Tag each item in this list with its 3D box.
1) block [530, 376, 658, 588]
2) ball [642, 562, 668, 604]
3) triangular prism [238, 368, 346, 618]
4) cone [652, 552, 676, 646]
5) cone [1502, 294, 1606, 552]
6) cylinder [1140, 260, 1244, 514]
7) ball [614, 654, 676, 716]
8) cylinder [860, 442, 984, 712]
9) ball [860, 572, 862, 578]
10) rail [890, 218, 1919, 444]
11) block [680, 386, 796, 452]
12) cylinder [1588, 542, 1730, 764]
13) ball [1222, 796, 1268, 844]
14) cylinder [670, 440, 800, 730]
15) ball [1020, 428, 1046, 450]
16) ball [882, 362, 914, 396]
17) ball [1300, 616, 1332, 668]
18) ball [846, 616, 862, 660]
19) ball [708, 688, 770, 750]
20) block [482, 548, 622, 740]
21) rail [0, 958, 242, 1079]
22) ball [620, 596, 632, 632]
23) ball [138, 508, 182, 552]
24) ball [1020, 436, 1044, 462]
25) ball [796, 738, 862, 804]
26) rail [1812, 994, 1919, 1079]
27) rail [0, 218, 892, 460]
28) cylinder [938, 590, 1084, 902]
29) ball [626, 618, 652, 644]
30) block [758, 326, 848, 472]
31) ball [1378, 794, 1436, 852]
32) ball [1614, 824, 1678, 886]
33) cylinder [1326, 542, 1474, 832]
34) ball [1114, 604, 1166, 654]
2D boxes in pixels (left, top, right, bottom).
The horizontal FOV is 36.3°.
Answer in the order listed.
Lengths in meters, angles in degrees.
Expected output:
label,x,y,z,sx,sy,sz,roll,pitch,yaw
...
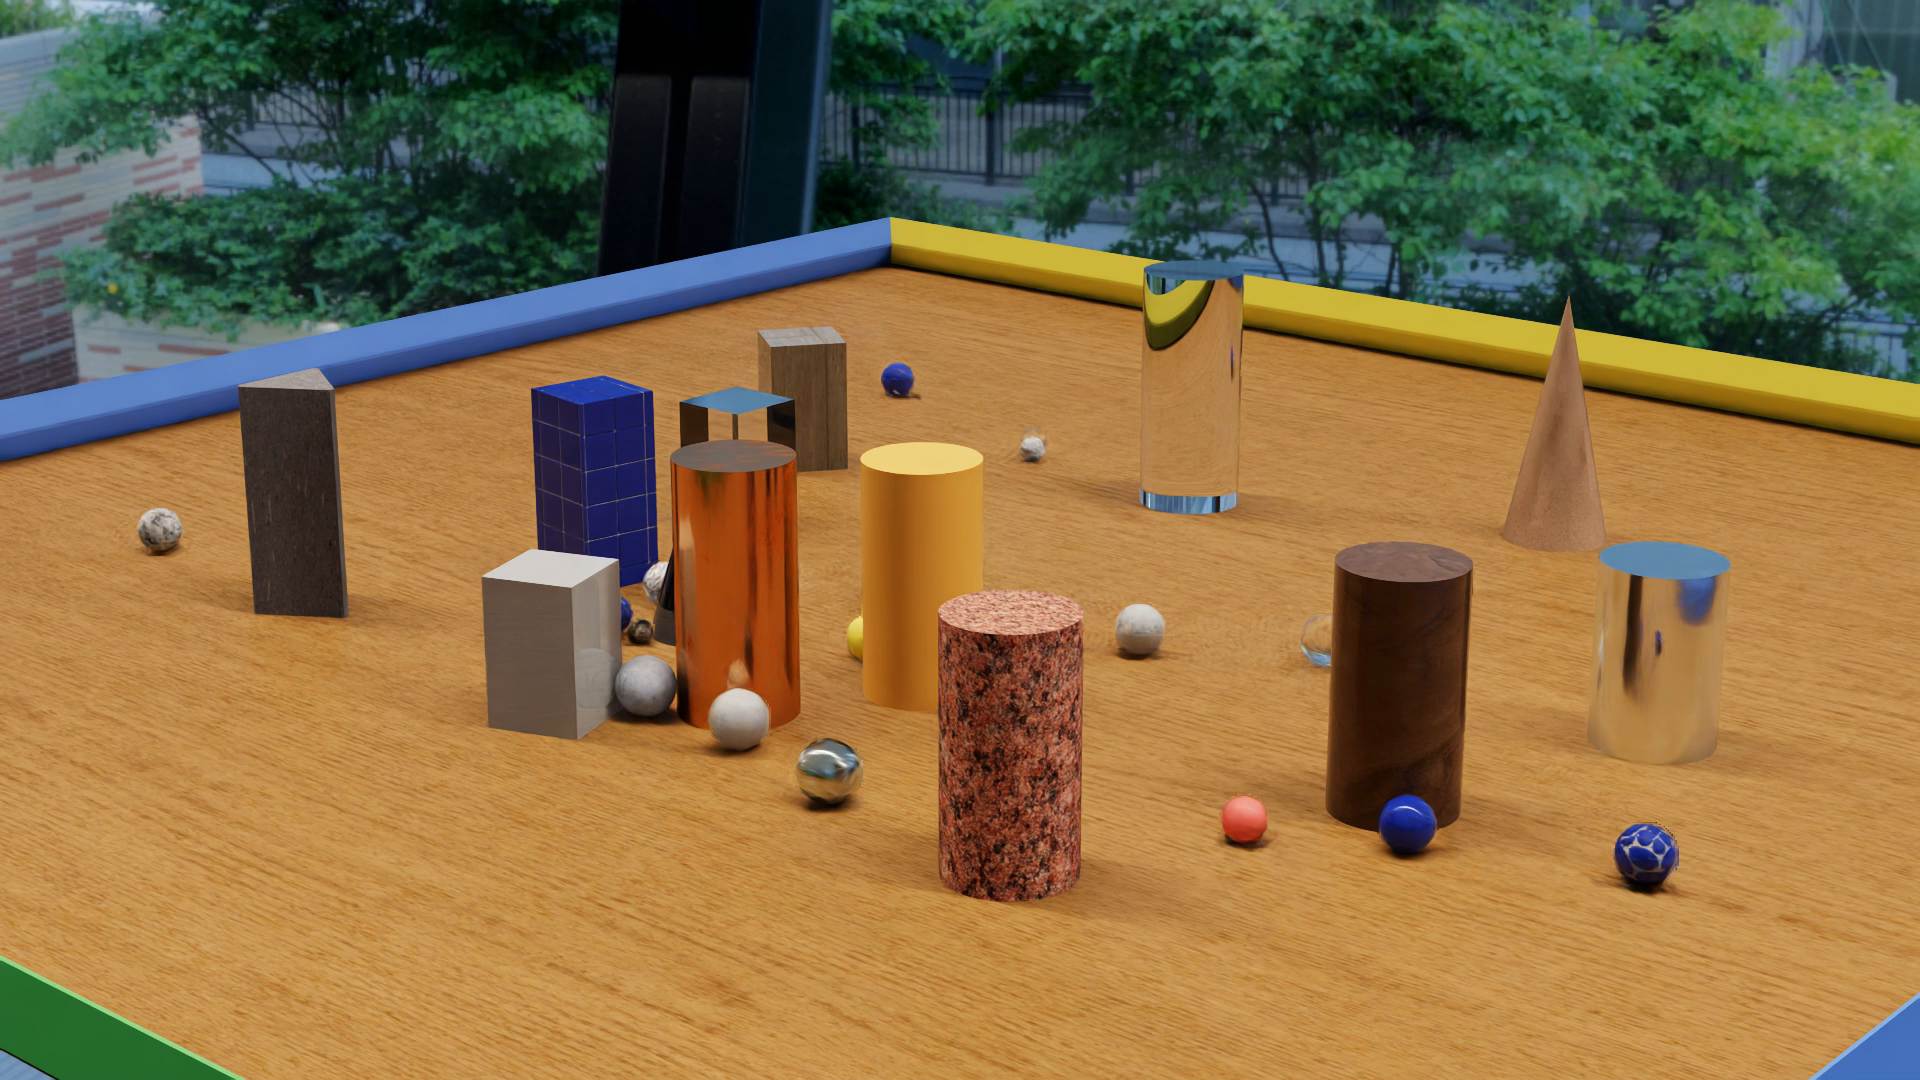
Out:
label,x,y,z,sx,sy,sz,roll,pitch,yaw
block,-0.643,-0.098,5.174,0.153,0.343,0.153,-14,22,-38
ball,-0.506,0.076,5.040,0.078,0.078,0.078,0,17,0
triangular prism,-1.117,-0.083,5.025,0.166,0.400,0.143,3,17,8
cone,-0.428,-0.001,4.892,0.191,0.320,0.191,0,17,0
cone,1.106,-0.226,5.391,0.191,0.461,0.191,0,17,0
cylinder,0.444,-0.294,5.630,0.191,0.455,0.191,0,17,0
ball,-0.485,0.225,4.530,0.096,0.096,0.096,0,17,0
cylinder,-0.059,0.056,4.596,0.191,0.382,0.191,0,17,0
ball,-0.126,0.061,5.080,0.092,0.092,0.092,0,17,0
rail,1.342,-0.416,6.600,4.093,0.124,0.045,14,22,39
block,-0.417,-0.149,5.528,0.153,0.235,0.153,14,22,38
cylinder,1.045,0.167,4.390,0.191,0.288,0.191,0,17,0
ball,0.393,0.387,4.050,0.064,0.064,0.064,0,17,0
cylinder,-0.343,0.069,4.502,0.191,0.411,0.191,0,17,0
ball,0.151,-0.201,6.011,0.055,0.055,0.055,0,17,0
ball,-0.138,-0.356,6.491,0.074,0.074,0.074,0,17,0
ball,0.595,0.164,4.752,0.084,0.084,0.084,0,17,0
ball,-0.148,0.159,4.782,0.076,0.076,0.076,0,17,0
ball,-0.331,0.269,4.393,0.093,0.093,0.093,0,17,0
block,-0.623,0.159,4.497,0.153,0.243,0.153,6,18,20
rail,-1.342,0.478,3.641,4.093,0.124,0.045,14,22,39
ball,-0.583,0.124,4.910,0.070,0.070,0.070,0,17,0
ball,-1.465,-0.019,5.369,0.079,0.079,0.079,0,17,0
ball,0.147,-0.184,5.960,0.051,0.051,0.051,0,17,0
ball,-0.188,0.330,4.186,0.094,0.094,0.094,0,17,0
rail,1.528,0.415,3.851,0.045,0.124,4.141,14,22,39
rail,-1.528,-0.352,6.390,0.045,0.124,4.141,14,22,39
cylinder,0.067,0.272,3.900,0.191,0.371,0.191,0,17,0
ball,-0.531,0.151,4.868,0.043,0.043,0.043,0,17,0
block,-0.319,-0.284,5.932,0.153,0.261,0.153,-4,17,-13
ball,0.614,0.389,4.019,0.079,0.079,0.079,0,17,0
ball,0.914,0.419,3.910,0.083,0.083,0.083,0,17,0
cylinder,0.616,0.206,4.125,0.191,0.368,0.191,0,17,0
ball,0.295,0.146,4.812,0.084,0.084,0.084,0,17,0
